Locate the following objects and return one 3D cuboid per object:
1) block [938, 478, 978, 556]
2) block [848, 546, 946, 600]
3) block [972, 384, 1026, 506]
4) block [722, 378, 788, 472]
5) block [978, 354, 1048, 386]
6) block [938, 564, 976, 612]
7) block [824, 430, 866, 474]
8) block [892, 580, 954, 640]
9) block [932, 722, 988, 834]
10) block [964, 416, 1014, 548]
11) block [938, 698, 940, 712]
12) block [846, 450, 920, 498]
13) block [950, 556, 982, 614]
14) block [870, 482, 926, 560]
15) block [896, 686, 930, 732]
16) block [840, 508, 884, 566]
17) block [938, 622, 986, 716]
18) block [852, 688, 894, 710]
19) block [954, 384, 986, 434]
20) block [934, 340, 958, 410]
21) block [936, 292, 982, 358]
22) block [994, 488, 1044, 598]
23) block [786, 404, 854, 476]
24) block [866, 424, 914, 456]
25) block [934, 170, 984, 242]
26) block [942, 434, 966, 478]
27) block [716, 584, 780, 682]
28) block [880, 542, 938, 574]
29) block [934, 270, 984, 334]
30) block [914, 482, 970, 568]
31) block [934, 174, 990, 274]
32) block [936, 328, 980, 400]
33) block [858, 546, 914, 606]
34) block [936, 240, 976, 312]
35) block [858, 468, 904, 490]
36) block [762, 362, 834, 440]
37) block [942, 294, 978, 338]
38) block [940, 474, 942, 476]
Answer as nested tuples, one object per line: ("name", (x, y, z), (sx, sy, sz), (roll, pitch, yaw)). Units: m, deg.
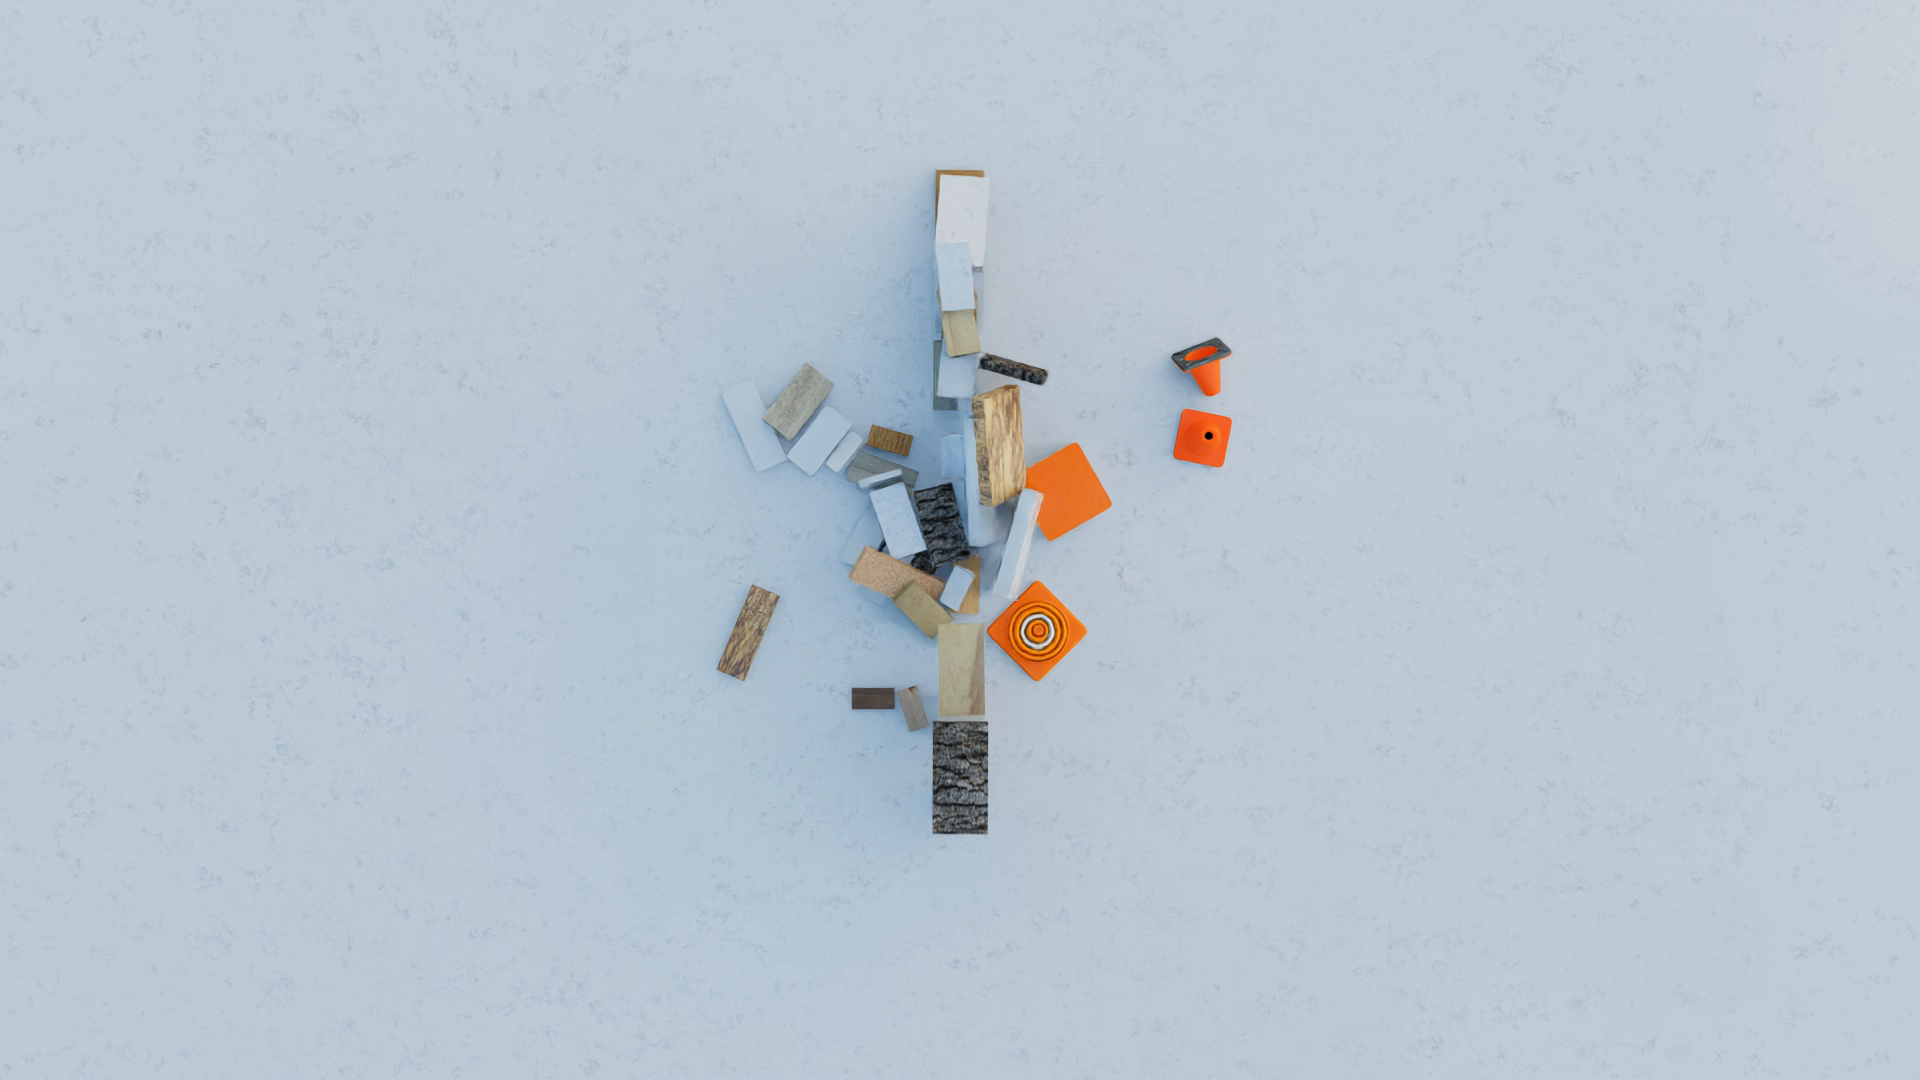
("block", (-0.005, -0.077, 5.440), (0.129, 0.037, 0.258), (-1, 109, 1))
("block", (-0.205, 0.131, 5.414), (0.302, 0.034, 0.119), (24, 104, -22))
("block", (0.128, -0.304, 5.301), (0.050, 0.178, 0.355), (12, 116, 39))
("block", (-0.683, -0.379, 5.484), (0.110, 0.031, 0.294), (-24, 90, 0))
("block", (0.175, -0.554, 5.356), (0.214, 0.107, 0.030), (16, 109, 6))
("block", (-0.009, 0.157, 5.435), (0.071, 0.020, 0.142), (30, 114, 11))
("block", (-0.382, -0.291, 5.473), (0.072, 0.020, 0.143), (38, 90, 31))
("block", (-0.123, 0.229, 5.441), (0.099, 0.028, 0.199), (-43, 116, 4))
("block", (0.001, 0.739, 5.130), (0.172, 0.049, 0.345), (0, 90, 0))
("block", (0.097, -0.201, 5.377), (0.050, 0.178, 0.421), (7, 105, 41))
("block", (0.004, 0.522, 5.356), (0.144, 0.288, 0.041), (0, 91, 0))
("block", (-0.257, -0.212, 5.484), (0.220, 0.031, 0.110), (20, 90, 0))
("block", (0.018, 0.147, 5.486), (0.097, 0.027, 0.193), (2, 90, 0))
("block", (-0.205, -0.060, 5.436), (0.119, 0.034, 0.238), (-19, 85, -6))
("block", (-0.157, 0.562, 5.490), (0.071, 0.020, 0.142), (-18, 90, 0))
("block", (-0.313, 0.001, 5.486), (0.097, 0.027, 0.194), (28, 90, 0))
("block", (0.005, 0.406, 5.190), (0.144, 0.041, 0.288), (-1, 91, 0))
("block", (-0.289, 0.527, 5.490), (0.142, 0.020, 0.071), (0, 90, 0))
("block", (0.033, -0.425, 5.410), (0.086, 0.024, 0.172), (6, 94, 1))
("block", (-0.031, -0.543, 5.450), (0.115, 0.033, 0.230), (0, 108, 0))
("block", (-0.004, -0.705, 5.355), (0.107, 0.030, 0.214), (-11, 86, -1))
("block", (0.191, 0.012, 5.367), (0.050, 0.178, 0.356), (16, 91, 9))
("block", (-0.466, -0.331, 5.484), (0.110, 0.031, 0.220), (38, 90, 0))
("block", (-0.233, -0.331, 5.490), (0.143, 0.020, 0.072), (16, 90, 0))
("block", (-0.002, -1.063, 5.477), (0.161, 0.046, 0.321), (1, 90, 0))
("block", (0.003, -0.220, 5.431), (0.129, 0.037, 0.258), (1, 112, 2))
("block", (-0.703, 0.308, 5.486), (0.099, 0.028, 0.307), (23, 90, 0))
("block", (-0.161, 0.047, 5.486), (0.194, 0.027, 0.097), (33, 90, 0))
("block", (-0.002, -0.845, 5.444), (0.161, 0.046, 0.321), (0, 102, 0))
("block", (-0.059, -0.049, 5.410), (0.129, 0.037, 0.258), (-13, 108, 4))
("block", (0.005, -1.031, 5.374), (0.161, 0.046, 0.321), (4, 74, 1))
("block", (-0.006, -0.578, 5.379), (0.115, 0.033, 0.230), (6, 87, 0))
("block", (-0.245, 0.107, 5.459), (0.099, 0.028, 0.199), (33, 91, 0))
("block", (-0.014, -0.847, 5.299), (0.107, 0.030, 0.214), (-5, 102, 3))
("block", (-0.260, -0.200, 5.432), (0.143, 0.072, 0.020), (-16, 82, 0))
("block", (-0.536, -0.458, 5.466), (0.119, 0.034, 0.238), (38, 84, -3))
("block", (-0.003, -0.696, 5.433), (0.115, 0.033, 0.229), (1, 111, 0))
("block", (0.004, -0.281, 5.458), (0.086, 0.024, 0.172), (19, 100, -4))
